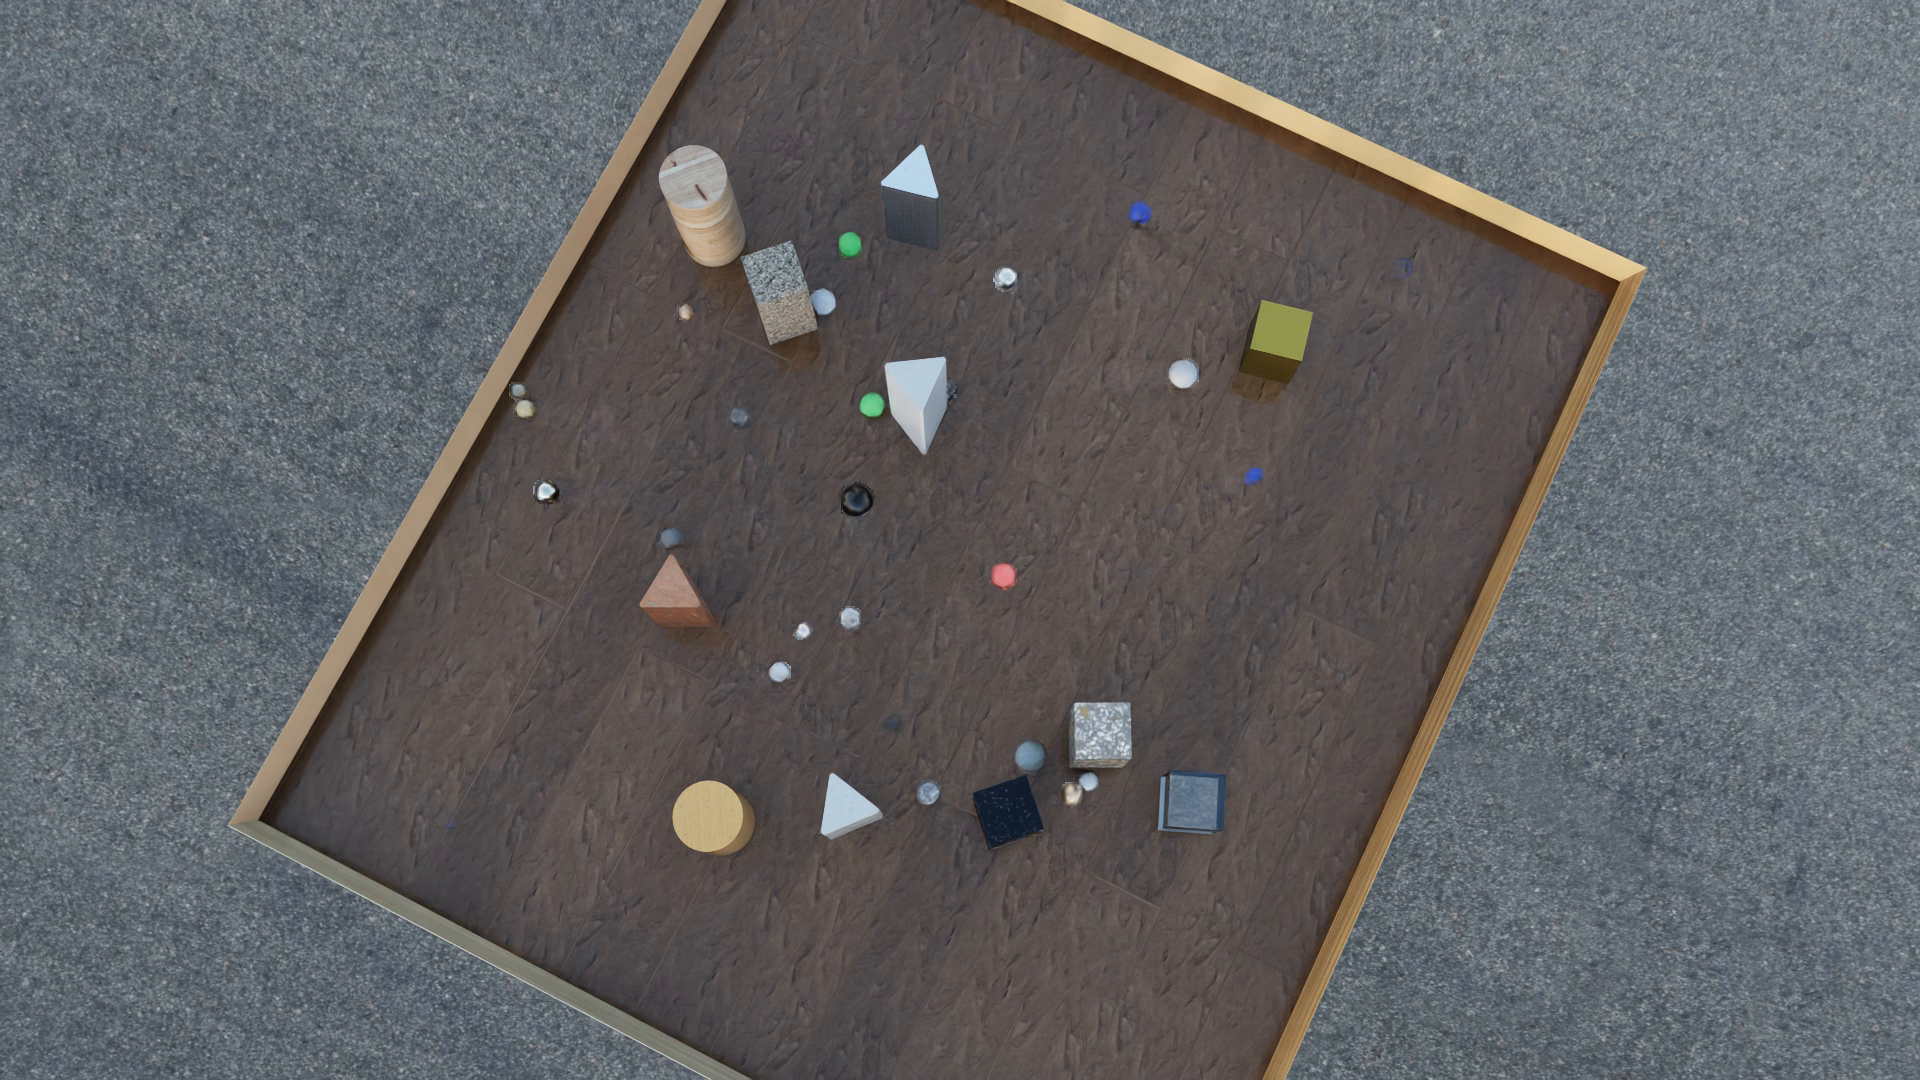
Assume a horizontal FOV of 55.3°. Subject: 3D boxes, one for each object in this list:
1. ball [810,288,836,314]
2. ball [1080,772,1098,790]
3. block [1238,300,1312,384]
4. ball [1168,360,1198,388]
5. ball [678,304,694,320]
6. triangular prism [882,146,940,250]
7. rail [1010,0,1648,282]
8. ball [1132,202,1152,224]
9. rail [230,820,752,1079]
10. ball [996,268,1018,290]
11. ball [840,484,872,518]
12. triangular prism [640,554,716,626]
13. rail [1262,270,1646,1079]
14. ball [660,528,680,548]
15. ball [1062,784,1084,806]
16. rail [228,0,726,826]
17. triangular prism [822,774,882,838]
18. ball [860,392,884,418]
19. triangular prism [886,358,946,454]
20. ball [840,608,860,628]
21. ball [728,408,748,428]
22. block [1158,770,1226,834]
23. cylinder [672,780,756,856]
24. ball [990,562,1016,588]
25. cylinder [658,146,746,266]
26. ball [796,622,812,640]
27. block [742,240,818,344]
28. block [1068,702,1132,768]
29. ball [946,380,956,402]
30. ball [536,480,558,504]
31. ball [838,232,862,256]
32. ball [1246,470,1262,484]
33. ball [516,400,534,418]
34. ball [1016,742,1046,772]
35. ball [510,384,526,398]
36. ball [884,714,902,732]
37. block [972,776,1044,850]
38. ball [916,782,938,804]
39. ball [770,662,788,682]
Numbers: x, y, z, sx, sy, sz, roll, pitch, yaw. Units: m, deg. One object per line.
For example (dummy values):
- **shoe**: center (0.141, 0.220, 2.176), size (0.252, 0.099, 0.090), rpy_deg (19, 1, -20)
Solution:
- **ball**: center (-0.429, -0.744, 5.730), size (0.081, 0.081, 0.081), rpy_deg (0, 78, 0)
- **ball**: center (0.381, 0.716, 5.441), size (0.053, 0.053, 0.053), rpy_deg (0, 78, 0)
- **block**: center (0.966, -0.605, 5.620), size (0.159, 0.239, 0.159), rpy_deg (14, 79, 3)
- **ball**: center (0.691, -0.514, 5.678), size (0.088, 0.088, 0.088), rpy_deg (0, 78, 0)
- **ball**: center (-0.857, -0.714, 5.741), size (0.046, 0.046, 0.046), rpy_deg (0, 78, 0)
- **triangular prism**: center (-0.130, -1.054, 5.614), size (0.172, 0.432, 0.149), rpy_deg (14, 79, 3)
- **rail**: center (0.755, -1.472, 5.855), size (3.037, 0.129, 0.045), rpy_deg (26, 80, 5)
- **ball**: center (0.574, -1.034, 5.798), size (0.064, 0.064, 0.064), rpy_deg (0, 78, 0)
- **rail**: center (-0.755, 1.486, 5.242), size (3.037, 0.129, 0.045), rpy_deg (26, 80, 5)
- **ball**: center (0.147, -0.820, 5.751), size (0.069, 0.069, 0.069), rpy_deg (0, 78, 0)
- **ball**: center (-0.316, -0.119, 5.591), size (0.099, 0.099, 0.099), rpy_deg (0, 78, 0)
- **triangular prism**: center (-0.826, 0.150, 5.403), size (0.172, 0.357, 0.149), rpy_deg (0, 78, 0)
- **rail**: center (1.337, 0.661, 5.413), size (0.045, 0.129, 3.424), rpy_deg (26, 80, 5)
- **ball**: center (-0.882, -0.007, 5.587), size (0.060, 0.060, 0.060), rpy_deg (0, 78, 0)
- **ball**: center (0.333, 0.754, 5.427), size (0.066, 0.066, 0.066), rpy_deg (0, 78, 0)
- **rail**: center (-1.337, -0.648, 5.684), size (0.045, 0.129, 3.424), rpy_deg (26, 80, 5)
- **triangular prism**: center (-0.335, 0.756, 5.308), size (0.172, 0.297, 0.149), rpy_deg (-22, 79, -4)
- **ball**: center (-0.271, -0.418, 5.664), size (0.076, 0.076, 0.076), rpy_deg (0, 78, 0)
- **triangular prism**: center (-0.102, -0.425, 5.452), size (0.149, 0.495, 0.172), rpy_deg (-36, 81, -7)
- **ball**: center (-0.333, 0.236, 5.538), size (0.059, 0.059, 0.059), rpy_deg (0, 78, 0)
- **ball**: center (-0.685, -0.380, 5.664), size (0.062, 0.062, 0.062), rpy_deg (0, 78, 0)
- **block**: center (0.673, 0.765, 5.329), size (0.159, 0.254, 0.159), rpy_deg (4, 78, 1)
- **cylinder**: center (-0.708, 0.806, 5.293), size (0.198, 0.306, 0.198), rpy_deg (0, 78, 0)
- **ball**: center (0.130, 0.107, 5.556), size (0.075, 0.075, 0.075), rpy_deg (0, 78, 0)
- **cylinder**: center (-0.779, -1.009, 5.579), size (0.198, 0.484, 0.198), rpy_deg (0, 78, 0)
- **ball**: center (-0.472, 0.275, 5.534), size (0.049, 0.049, 0.049), rpy_deg (0, 78, 0)
- **block**: center (-0.546, -0.748, 5.579), size (0.159, 0.378, 0.159), rpy_deg (-19, 79, -4)
- **block**: center (0.405, 0.571, 5.338), size (0.159, 0.314, 0.159), rpy_deg (0, 78, 0)
- **ball**: center (-0.046, -0.461, 5.678), size (0.066, 0.066, 0.066), rpy_deg (0, 78, 0)
- **ball**: center (-1.265, -0.147, 5.612), size (0.069, 0.069, 0.069), rpy_deg (0, 78, 0)
- **ball**: center (-0.346, -0.932, 5.771), size (0.075, 0.075, 0.075), rpy_deg (0, 78, 0)
- **ball**: center (0.905, -0.193, 5.633), size (0.045, 0.045, 0.045), rpy_deg (0, 78, 0)
- **ball**: center (-1.347, -0.405, 5.671), size (0.058, 0.058, 0.058), rpy_deg (0, 78, 0)
- **ball**: center (0.209, 0.642, 5.438), size (0.090, 0.090, 0.090), rpy_deg (0, 78, 0)
- **ball**: center (-1.372, -0.464, 5.689), size (0.046, 0.046, 0.046), rpy_deg (0, 78, 0)
- **ball**: center (-0.198, 0.549, 5.476), size (0.053, 0.053, 0.053), rpy_deg (0, 78, 0)
- **block**: center (0.136, 0.792, 5.299), size (0.159, 0.301, 0.159), rpy_deg (-18, 79, -4)
- **ball**: center (-0.096, 0.750, 5.427), size (0.067, 0.067, 0.067), rpy_deg (0, 78, 0)
- **ball**: center (-0.544, 0.397, 5.505), size (0.058, 0.058, 0.058), rpy_deg (0, 78, 0)
